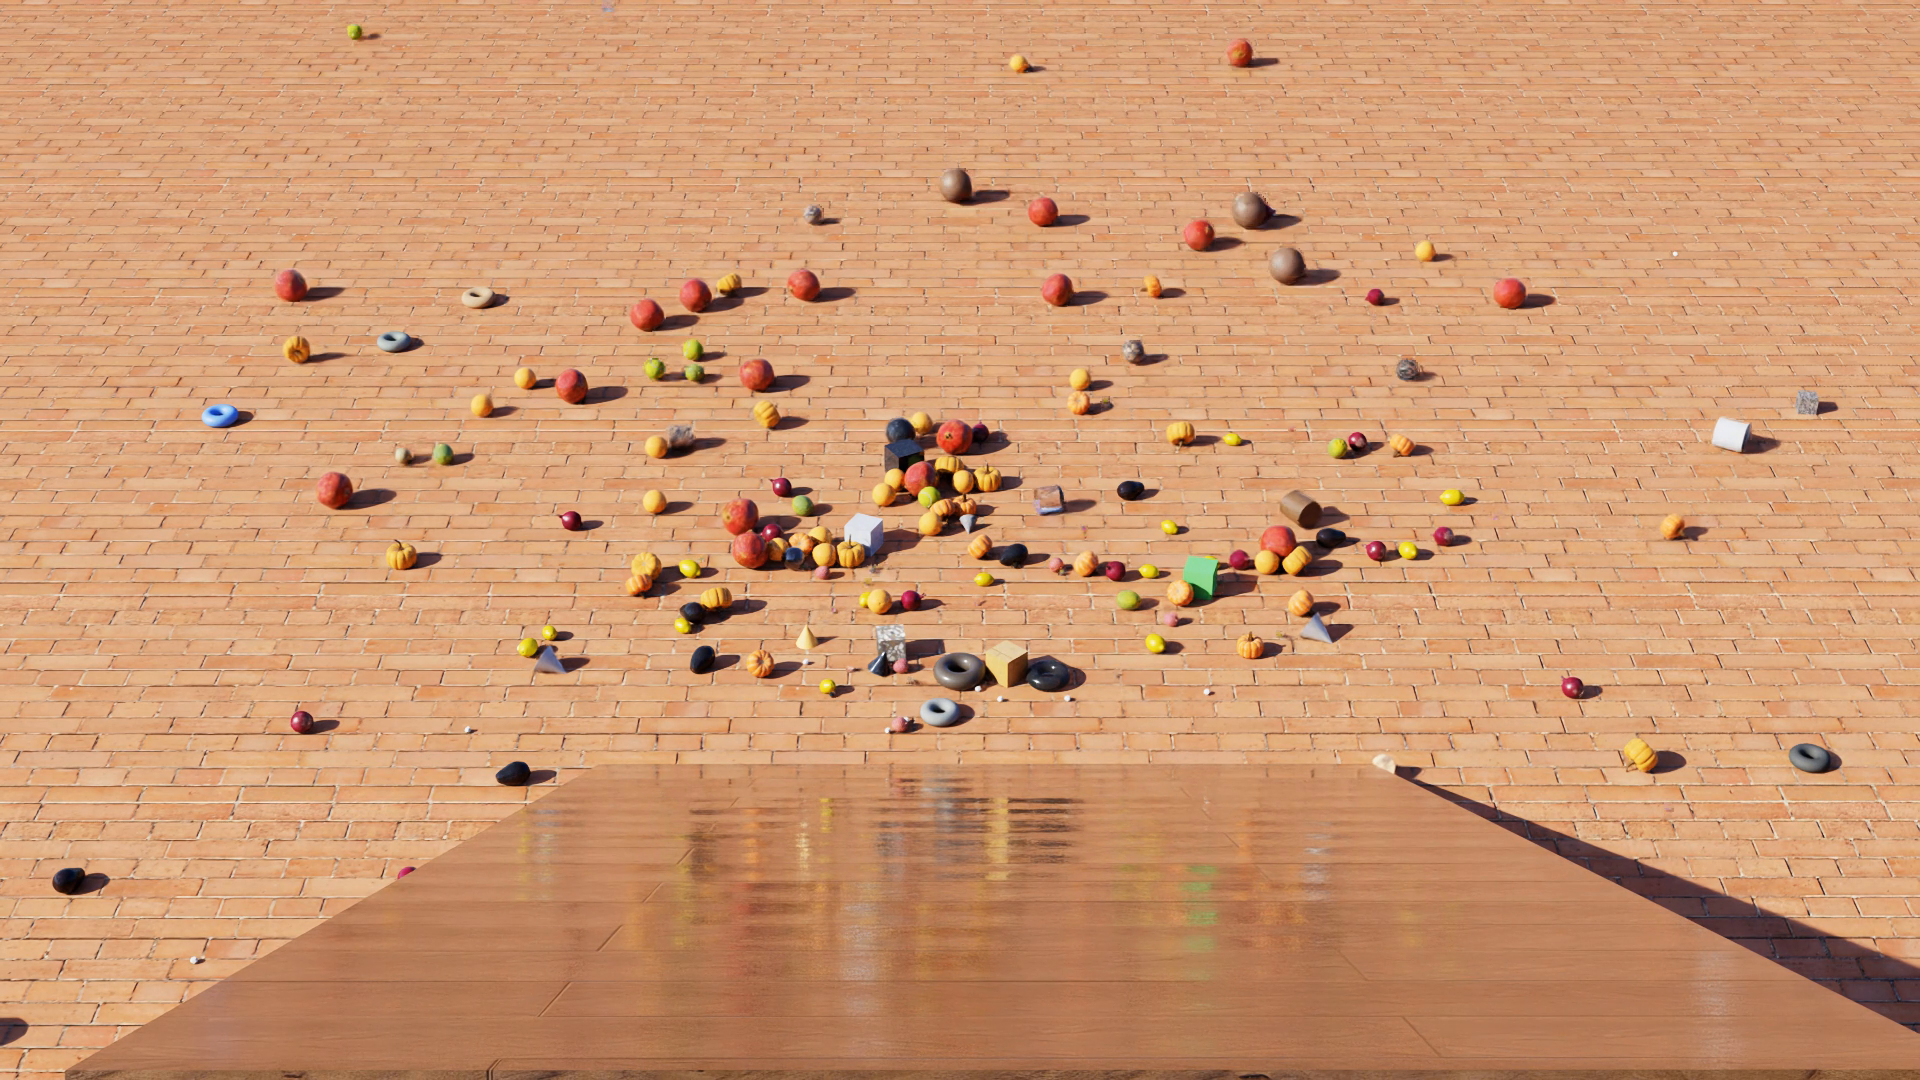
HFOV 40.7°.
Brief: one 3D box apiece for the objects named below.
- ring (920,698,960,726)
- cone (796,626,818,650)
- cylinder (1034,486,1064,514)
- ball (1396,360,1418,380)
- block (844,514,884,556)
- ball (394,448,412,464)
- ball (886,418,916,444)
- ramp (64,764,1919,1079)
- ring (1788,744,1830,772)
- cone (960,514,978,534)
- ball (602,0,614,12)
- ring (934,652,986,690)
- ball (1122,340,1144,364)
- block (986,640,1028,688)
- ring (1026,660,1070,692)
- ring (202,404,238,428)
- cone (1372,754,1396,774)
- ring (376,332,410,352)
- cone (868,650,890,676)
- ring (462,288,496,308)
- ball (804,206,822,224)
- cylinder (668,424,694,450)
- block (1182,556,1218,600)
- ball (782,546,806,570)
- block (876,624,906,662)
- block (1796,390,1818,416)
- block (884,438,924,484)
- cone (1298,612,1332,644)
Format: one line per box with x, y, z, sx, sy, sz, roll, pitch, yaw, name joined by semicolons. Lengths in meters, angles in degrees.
-0.054;0.466;7.007;0.109;0.036;0.109;-1;32;0;ring
-0.433;0.265;7.314;0.063;0.063;0.063;0;31;0;cone
0.273;-0.122;7.943;0.076;0.076;0.076;-8;32;-13;cylinder
1.499;-0.569;8.689;0.070;0.070;0.070;0;31;0;ball
-0.287;-0.015;7.756;0.086;0.086;0.086;13;34;21;block
-1.765;-0.268;8.206;0.052;0.052;0.052;0;31;0;ball
-0.190;-0.341;8.286;0.096;0.096;0.096;0;31;0;ball
0.069;0.614;4.689;2.000;0.100;4.000;0;0;0;ramp
2.240;0.574;6.827;0.108;0.036;0.108;1;31;-1;ring
0.026;-0.040;7.855;0.055;0.055;0.055;0;58;0;cone
-1.598;-2.427;11.784;0.055;0.055;0.055;0;31;0;ball
-0.001;0.363;7.164;0.148;0.049;0.148;0;32;0;ring
0.589;-0.638;8.797;0.077;0.077;0.077;0;31;0;ball
0.129;0.343;7.165;0.082;0.082;0.082;27;40;37;block
0.243;0.375;7.153;0.123;0.041;0.123;-1;32;1;ring
-2.413;-0.405;8.448;0.116;0.039;0.116;0;32;0;ring
1.127;0.597;6.793;0.070;0.070;0.070;27;13;37;cone
-1.947;-0.683;8.908;0.115;0.038;0.115;1;31;-1;ring
-0.215;0.331;7.183;0.066;0.066;0.066;16;30;-9;cone
-1.710;-0.861;9.203;0.121;0.040;0.121;-1;32;1;ring
-0.557;-1.227;9.779;0.071;0.071;0.071;0;31;0;ball
-0.895;-0.328;8.287;0.073;0.073;0.073;-7;32;-12;cylinder
0.700;0.111;7.545;0.087;0.087;0.087;8;32;13;block
-0.491;0.054;7.657;0.069;0.069;0.069;0;31;0;ball
-0.193;0.291;7.257;0.076;0.076;0.076;-3;31;-5;block
2.781;-0.451;8.504;0.058;0.058;0.058;4;31;6;block
-0.174;-0.249;8.136;0.093;0.093;0.093;-17;35;-26;block
1.021;0.266;7.334;0.090;0.090;0.090;39;42;10;cone
